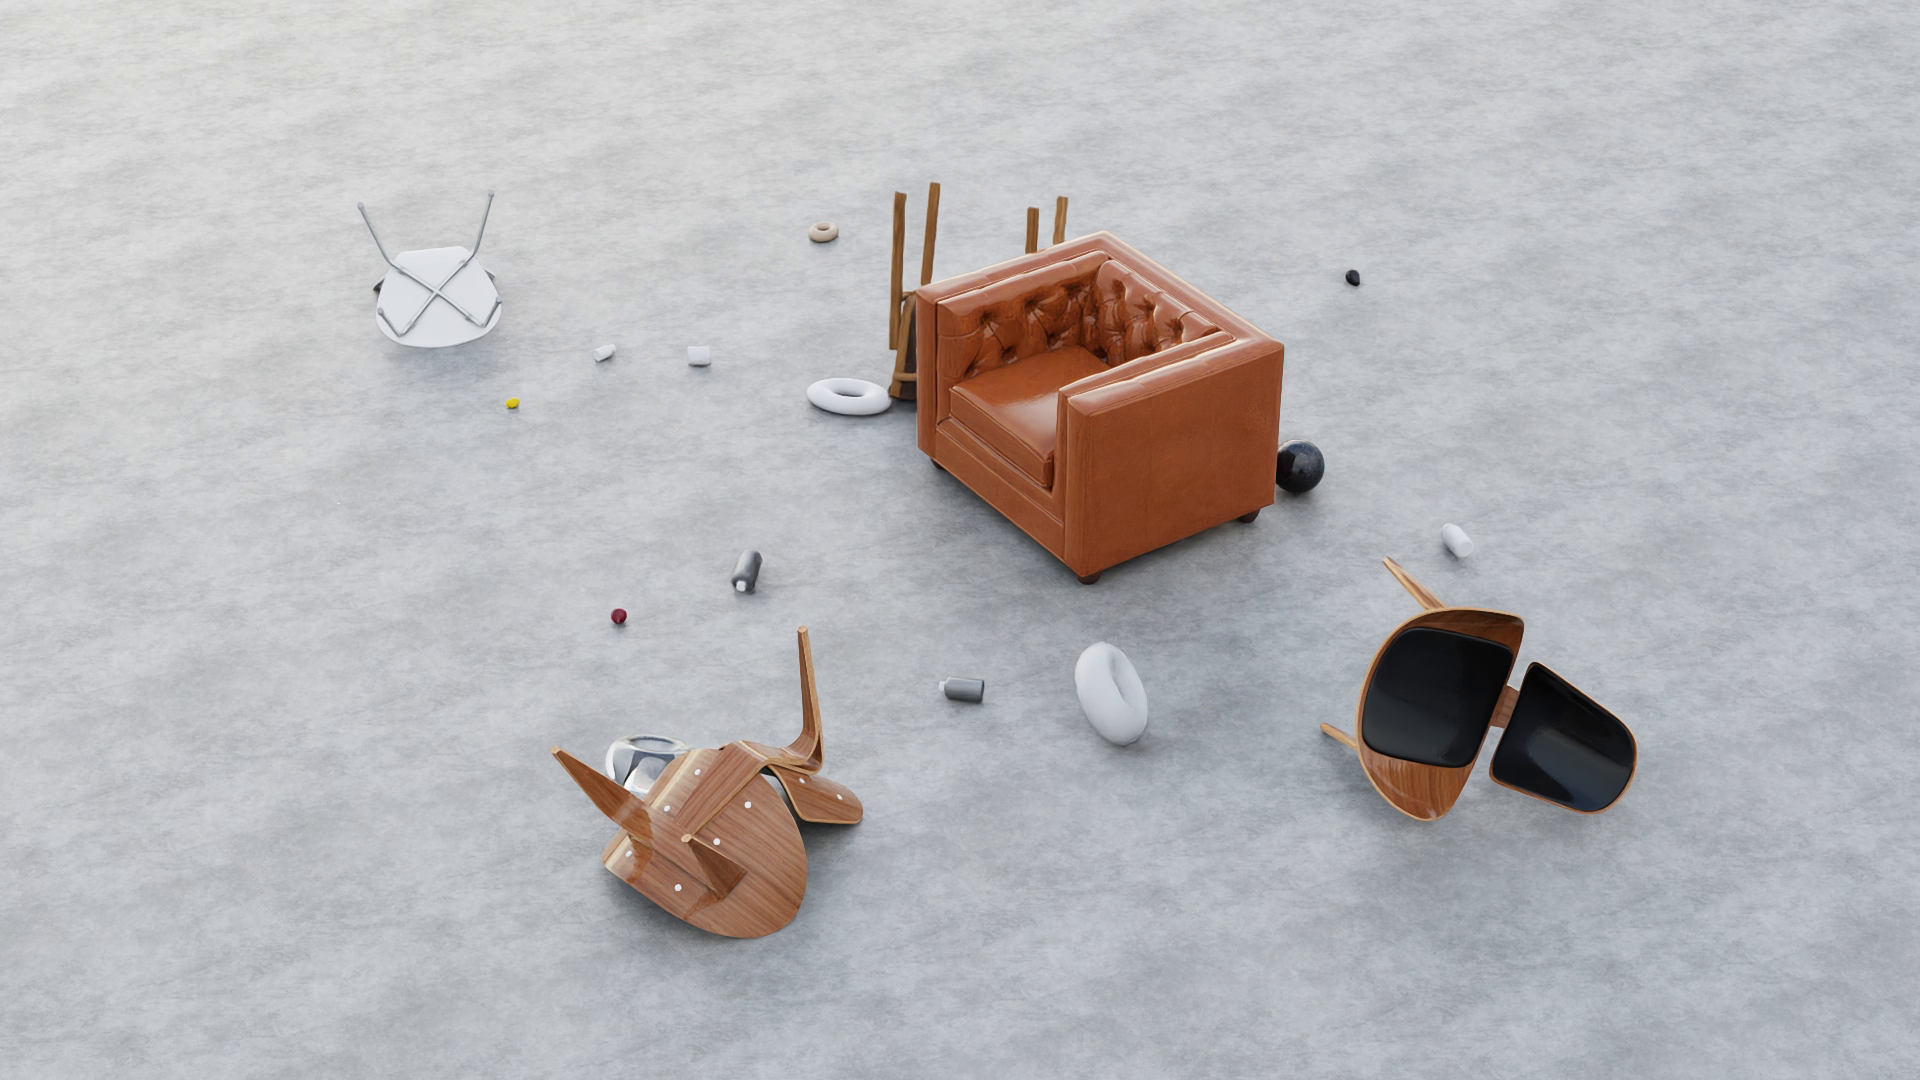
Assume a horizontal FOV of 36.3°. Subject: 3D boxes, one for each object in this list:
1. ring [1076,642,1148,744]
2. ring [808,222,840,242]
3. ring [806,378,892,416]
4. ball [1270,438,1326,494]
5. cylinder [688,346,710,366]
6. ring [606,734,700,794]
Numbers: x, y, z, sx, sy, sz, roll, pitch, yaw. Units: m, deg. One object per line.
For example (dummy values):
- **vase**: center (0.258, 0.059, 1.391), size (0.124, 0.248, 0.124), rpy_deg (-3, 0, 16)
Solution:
- **ring**: center (0.513, 0.519, 9.923), size (0.244, 0.144, 0.386), rpy_deg (21, 42, -43)
- **ring**: center (-0.603, -1.364, 12.970), size (0.125, 0.049, 0.149), rpy_deg (27, 41, 33)
- **ring**: center (-0.442, -0.575, 11.753), size (0.358, 0.072, 0.218), rpy_deg (9, 34, 15)
- **ball**: center (1.286, -0.282, 11.180), size (0.212, 0.212, 0.212), rpy_deg (0, 33, 0)
- **cylinder**: center (-1.072, -0.757, 12.039), size (0.088, 0.059, 0.101), rpy_deg (-4, 38, -6)
- **ring**: center (-1.012, 0.738, 9.656), size (0.314, 0.145, 0.280), rpy_deg (5, 12, -18)
